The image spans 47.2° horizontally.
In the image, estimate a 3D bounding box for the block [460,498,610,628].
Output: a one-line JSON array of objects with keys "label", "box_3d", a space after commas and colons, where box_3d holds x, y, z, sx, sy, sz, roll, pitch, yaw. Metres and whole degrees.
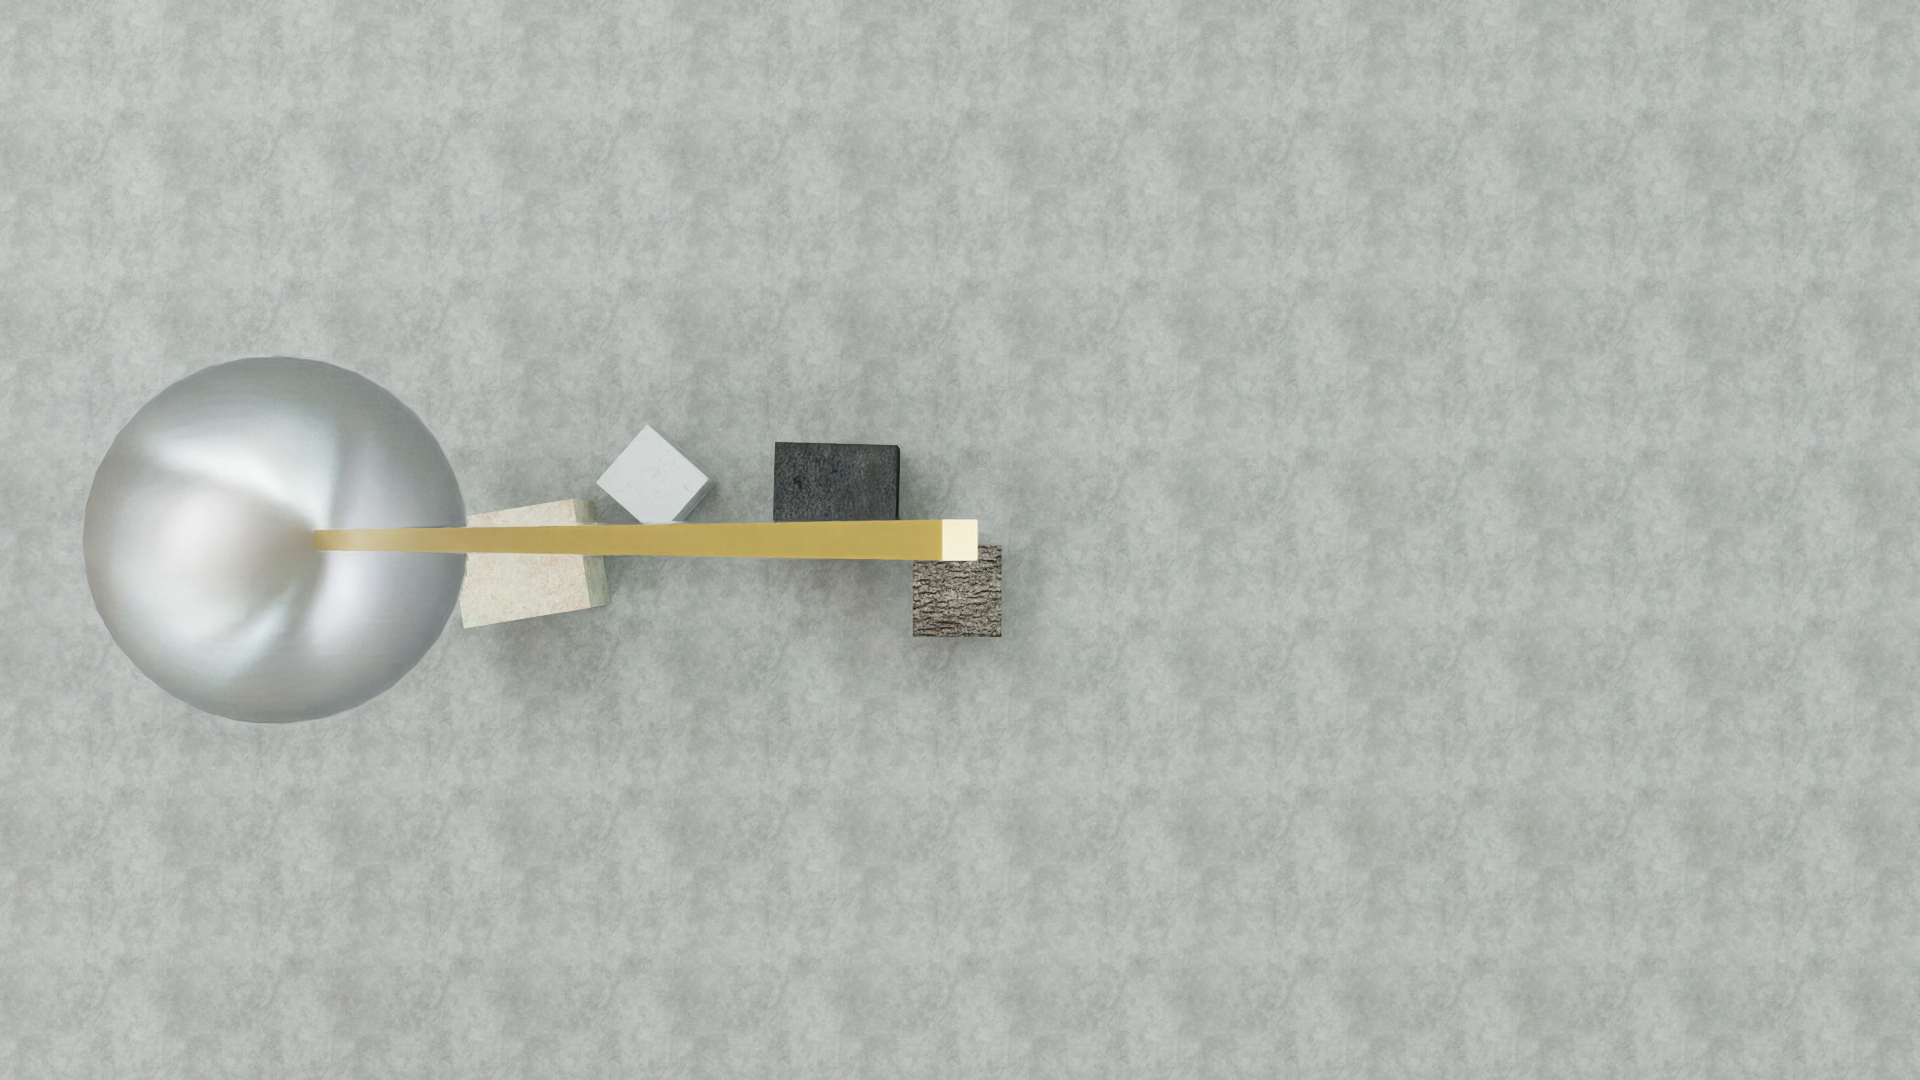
[{"label": "block", "box_3d": [-2.469, 0.132, 12.647, 0.717, 0.705, 0.617, -9, 90, 0]}]

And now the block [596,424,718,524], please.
[{"label": "block", "box_3d": [-1.751, -0.338, 12.759, 0.469, 0.482, 0.441, 41, 90, 0]}]

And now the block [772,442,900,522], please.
[{"label": "block", "box_3d": [-0.707, -0.261, 12.706, 0.691, 0.588, 0.570, 2, 90, 0]}]

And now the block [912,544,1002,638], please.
[{"label": "block", "box_3d": [-0.016, 0.290, 12.747, 0.505, 0.507, 0.523, 0, 90, 0]}]

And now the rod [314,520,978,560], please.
[{"label": "rod", "box_3d": [-1.279, 0.000, 6.587, 0.080, 5.200, 0.080, 0, 90, -29]}]

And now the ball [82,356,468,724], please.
[{"label": "ball", "box_3d": [-2.951, 0.000, 9.548, 1.600, 1.600, 1.600, 0, 90, 0]}]
